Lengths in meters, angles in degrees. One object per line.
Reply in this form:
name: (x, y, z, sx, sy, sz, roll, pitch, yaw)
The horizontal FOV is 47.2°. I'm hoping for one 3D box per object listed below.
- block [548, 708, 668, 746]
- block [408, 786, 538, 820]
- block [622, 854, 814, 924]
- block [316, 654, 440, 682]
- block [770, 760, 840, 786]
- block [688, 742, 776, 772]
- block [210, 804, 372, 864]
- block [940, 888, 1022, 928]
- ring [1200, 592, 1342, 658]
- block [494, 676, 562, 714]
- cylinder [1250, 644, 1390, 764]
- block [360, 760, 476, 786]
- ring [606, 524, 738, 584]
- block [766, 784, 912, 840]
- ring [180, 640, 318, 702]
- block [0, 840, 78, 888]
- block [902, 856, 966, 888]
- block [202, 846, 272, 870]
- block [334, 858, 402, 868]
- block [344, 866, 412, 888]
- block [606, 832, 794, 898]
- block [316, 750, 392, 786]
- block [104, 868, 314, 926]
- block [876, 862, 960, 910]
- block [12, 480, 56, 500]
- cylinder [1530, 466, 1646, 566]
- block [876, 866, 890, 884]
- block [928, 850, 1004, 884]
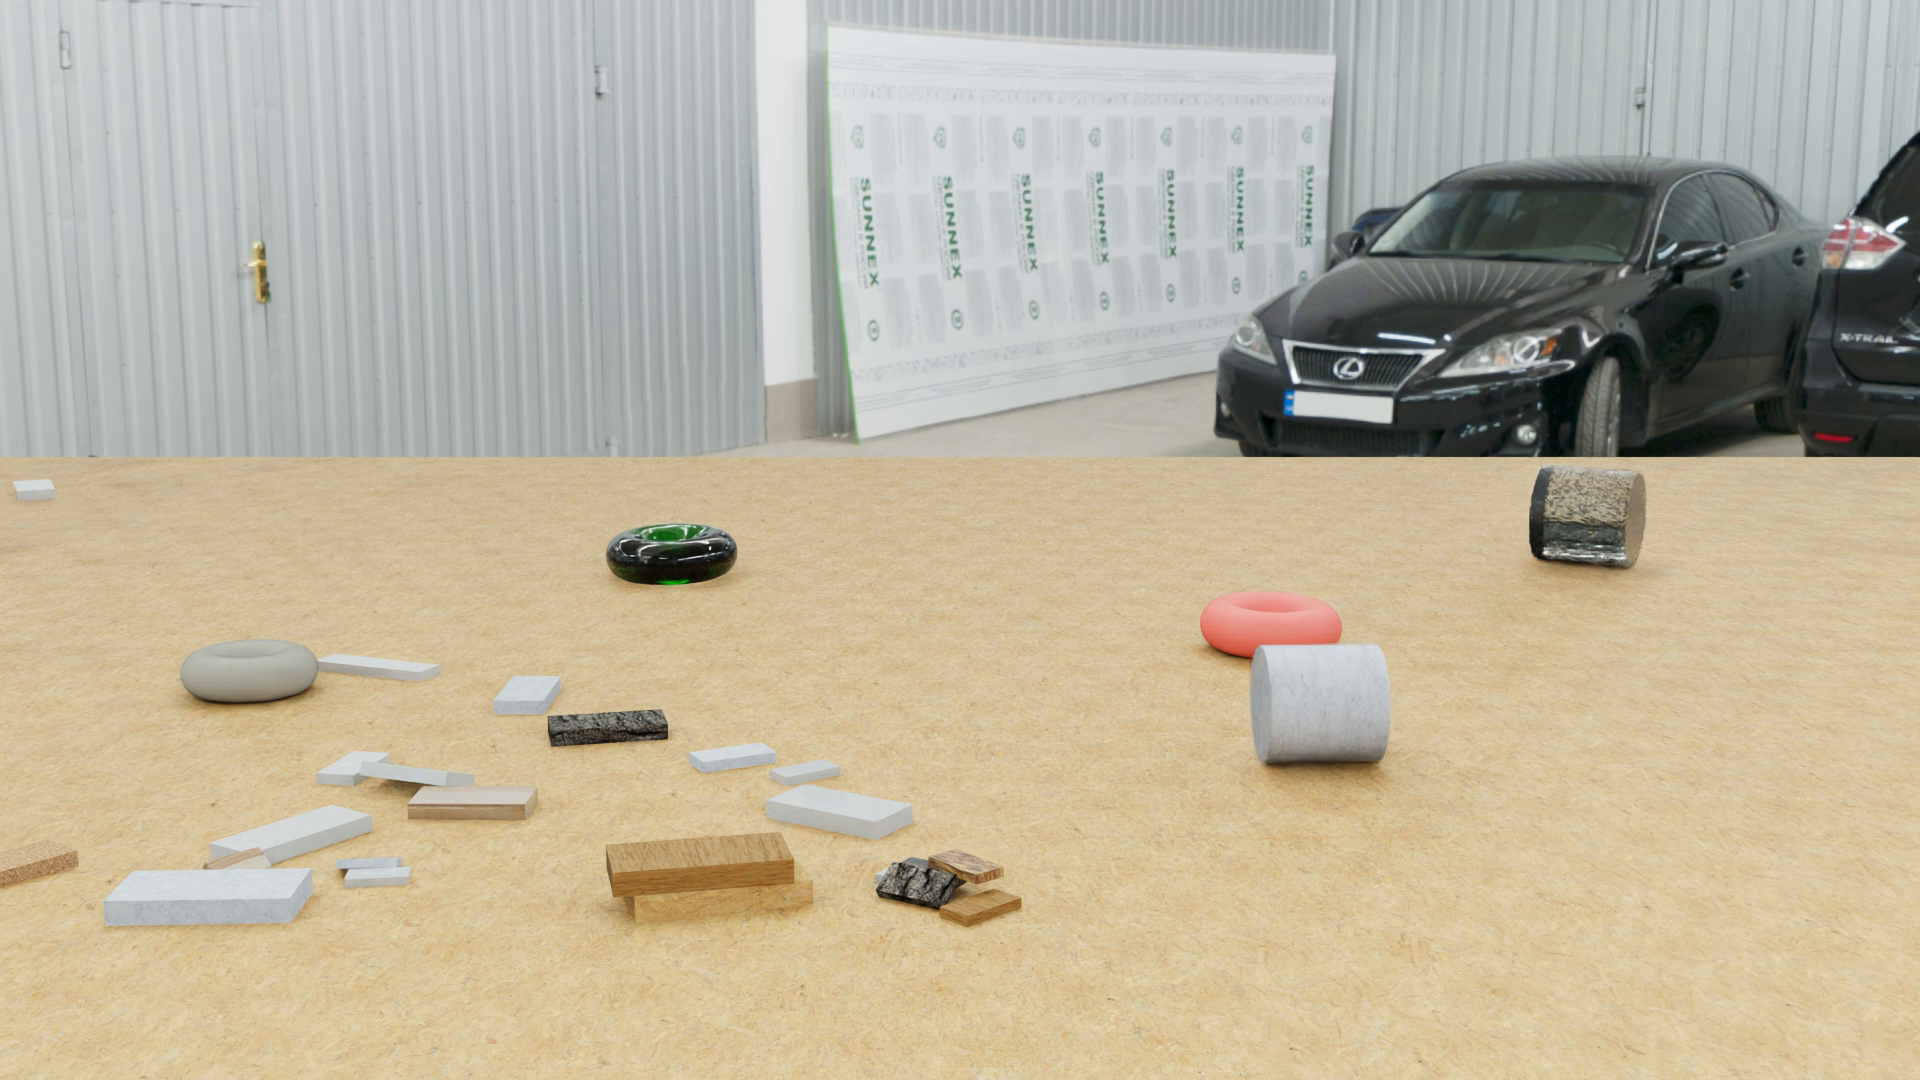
block: (-0.742, 0.395, 4.627, 0.241, 0.034, 0.121, -3, 11, -14)
block: (-0.910, 0.492, 4.113, 0.218, 0.031, 0.109, 0, 11, 1)
block: (-0.404, 0.574, 3.641, 0.293, 0.042, 0.147, -3, 11, -17)
block: (-1.371, 0.300, 5.171, 0.296, 0.022, 0.079, 4, 11, 22)
block: (-0.305, 0.458, 4.331, 0.126, 0.018, 0.063, -8, 13, -36)
block: (-0.458, 0.438, 4.427, 0.158, 0.022, 0.079, -5, 12, -27)
block: (-1.188, 0.528, 3.916, 0.109, 0.031, 0.267, 7, 13, 33)
block: (0.034, 0.598, 3.578, 0.126, 0.018, 0.063, -10, 15, -44)
ring: (0.764, 0.209, 5.407, 0.348, 0.116, 0.348, 1, 11, 0)
block: (-0.963, 0.345, 4.902, 0.109, 0.031, 0.218, 0, 11, 0)
cylinder: (0.722, 0.330, 4.426, 0.236, 0.236, 0.236, 0, 11, -3)
block: (-1.047, 0.454, 4.245, 0.195, 0.028, 0.098, 4, -8, 21)
ring: (-0.825, 0.039, 6.298, 0.377, 0.126, 0.377, -1, 11, 0)
block: (-0.223, 0.500, 4.057, 0.245, 0.034, 0.121, 6, 12, 31)
ring: (-1.610, 0.296, 4.986, 0.300, 0.100, 0.300, 1, 9, 0)
block: (-1.624, 0.559, 3.759, 0.098, 0.028, 0.195, 8, 13, 37)
block: (-0.046, 0.559, 3.693, 0.122, 0.017, 0.061, 6, 12, 30)
block: (-1.224, 0.557, 3.730, 0.052, 0.015, 0.103, 48, 34, 22)
block: (-1.016, 0.555, 3.778, 0.103, 0.015, 0.052, -1, -6, -5)
block: (-0.987, 0.571, 3.729, 0.103, 0.015, 0.052, -1, 11, -8)
block: (-0.430, 0.534, 3.628, 0.293, 0.042, 0.147, -2, 11, -13)
block: (-1.199, 0.452, 4.353, 0.079, 0.022, 0.158, 2, 11, 12)
block: (-1.225, 0.583, 3.595, 0.293, 0.042, 0.147, 0, 11, -3)
block: (-0.070, 0.571, 3.635, 0.126, 0.018, 0.063, 6, 46, 31)
block: (-3.241, -0.175, 7.697, 0.121, 0.034, 0.241, -5, 12, -26)
cylinder: (1.849, -0.070, 6.474, 0.275, 0.275, 0.275, 6, 12, 28)
block: (-0.075, 0.573, 3.711, 0.122, 0.017, 0.061, 6, 12, 31)
block: (0.010, 0.545, 3.672, 0.061, 0.017, 0.122, -9, 14, -40)
